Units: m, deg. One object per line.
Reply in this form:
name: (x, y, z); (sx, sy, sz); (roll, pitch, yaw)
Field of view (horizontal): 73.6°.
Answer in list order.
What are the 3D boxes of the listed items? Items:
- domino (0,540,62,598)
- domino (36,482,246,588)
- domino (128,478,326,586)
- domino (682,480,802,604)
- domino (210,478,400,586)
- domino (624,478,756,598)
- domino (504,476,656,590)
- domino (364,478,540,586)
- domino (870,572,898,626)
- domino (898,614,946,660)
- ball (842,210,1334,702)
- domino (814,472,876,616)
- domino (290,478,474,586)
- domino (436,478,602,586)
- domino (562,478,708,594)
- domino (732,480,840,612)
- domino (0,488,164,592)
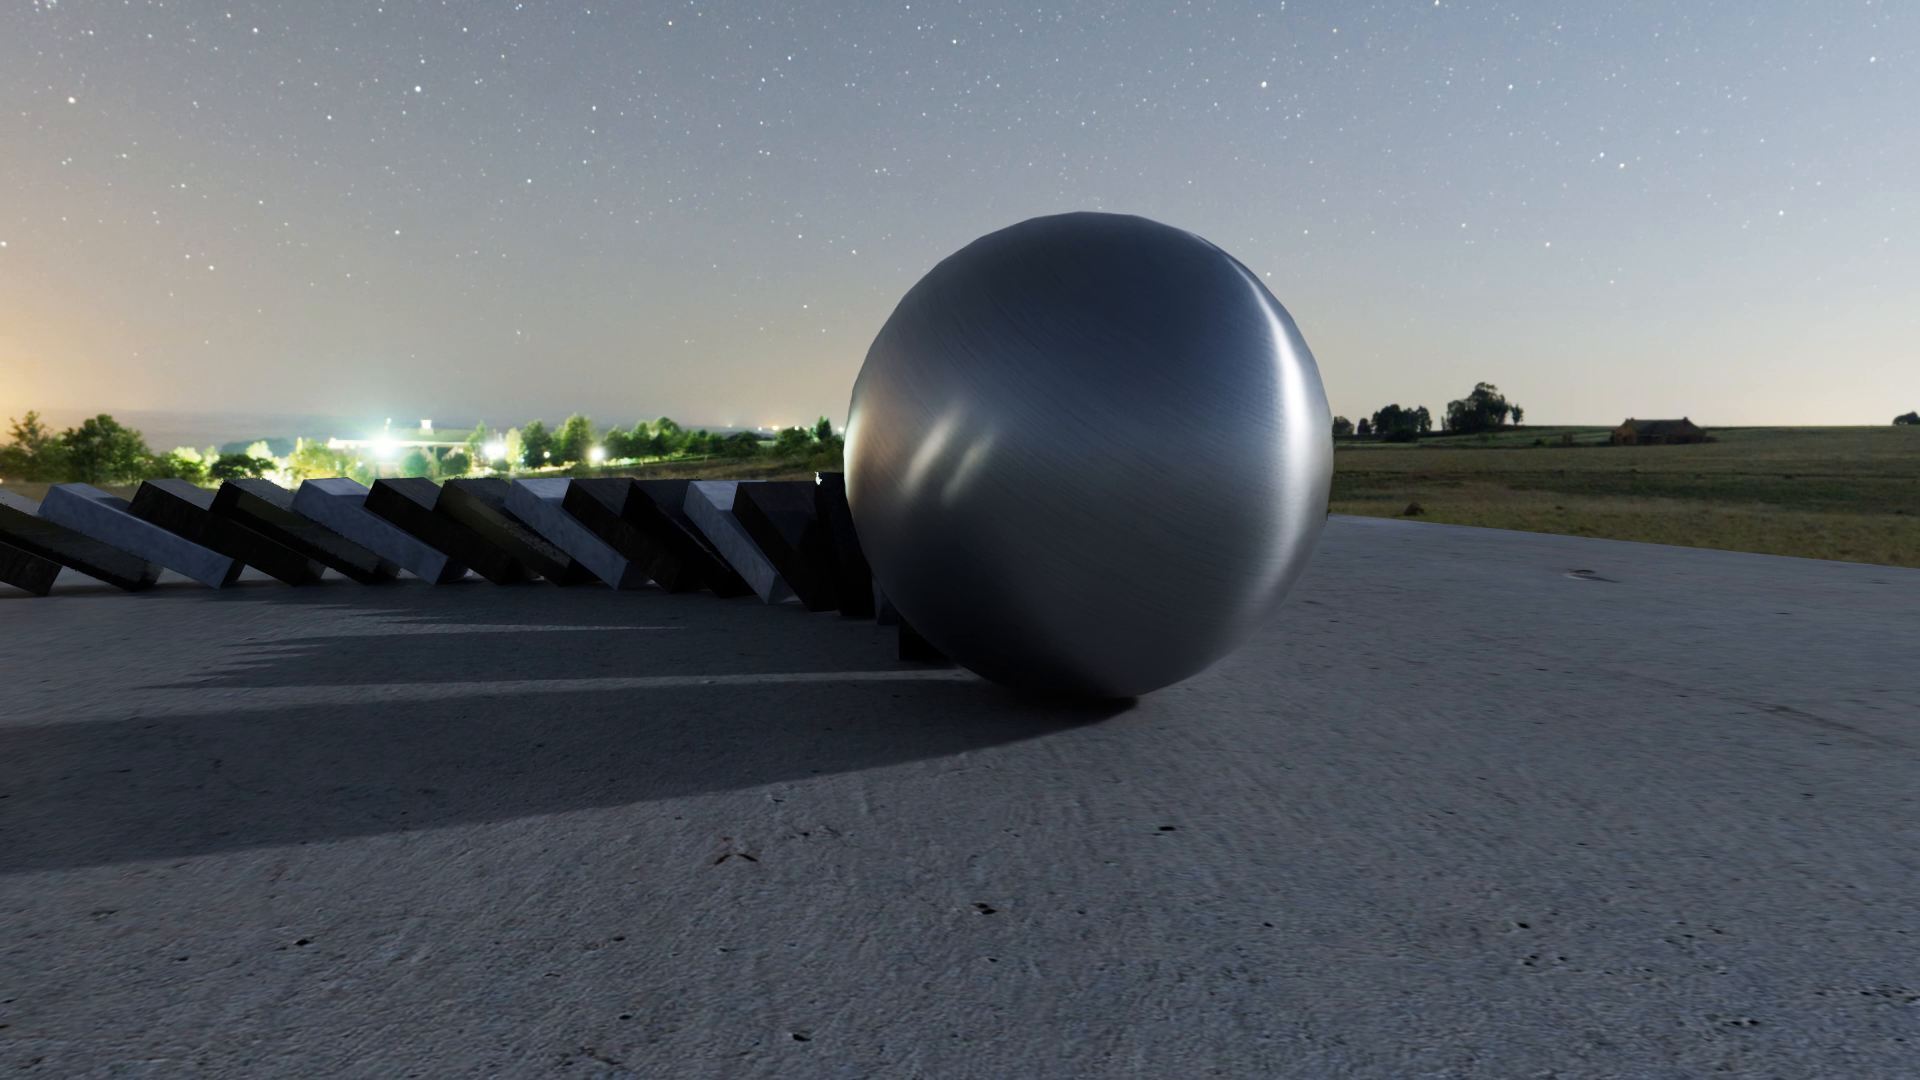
domino: (-0.278, 0.000, 0.355); (0.050, 0.010, 0.025); (30, -12, -31)
domino: (-0.240, -0.002, 0.381); (0.050, 0.009, 0.025); (27, -4, -18)
domino: (-0.220, -0.003, 0.390); (0.050, 0.009, 0.025); (28, -1, -11)
domino: (-0.055, 0.000, 0.361); (0.025, 0.009, 0.050); (-4, 34, -41)
domino: (-0.199, -0.003, 0.395); (0.050, 0.009, 0.025); (28, 2, -6)
domino: (-0.073, -0.001, 0.374); (0.050, 0.010, 0.025); (37, 26, 32)
domino: (-0.112, -0.003, 0.392); (0.050, 0.009, 0.025); (32, 17, 21)
domino: (-0.156, -0.003, 0.400); (0.050, 0.010, 0.025); (29, 8, 7)
domino: (-0.010, -0.004, 0.314); (0.025, 0.050, 0.009); (-1, -34, -12)
domino: (0.000, 0.000, 0.265); (0.025, 0.050, 0.009); (0, -34, -4)
ball: (0.021, -0.013, 0.213); (0.080, 0.080, 0.080); (0, 4, 0)
domino: (-0.021, 0.000, 0.331); (0.025, 0.009, 0.050); (1, 35, -17)
domino: (-0.177, -0.003, 0.399); (0.050, 0.010, 0.025); (28, 6, 1)
domino: (-0.134, -0.003, 0.397); (0.050, 0.009, 0.025); (30, 12, 14)
domino: (-0.093, -0.002, 0.384); (0.050, 0.009, 0.025); (34, 20, 25)
domino: (-0.039, 0.001, 0.346); (0.025, 0.010, 0.050); (-3, 33, -36)
domino: (-0.260, -0.001, 0.370); (0.050, 0.009, 0.025); (27, -5, -19)
